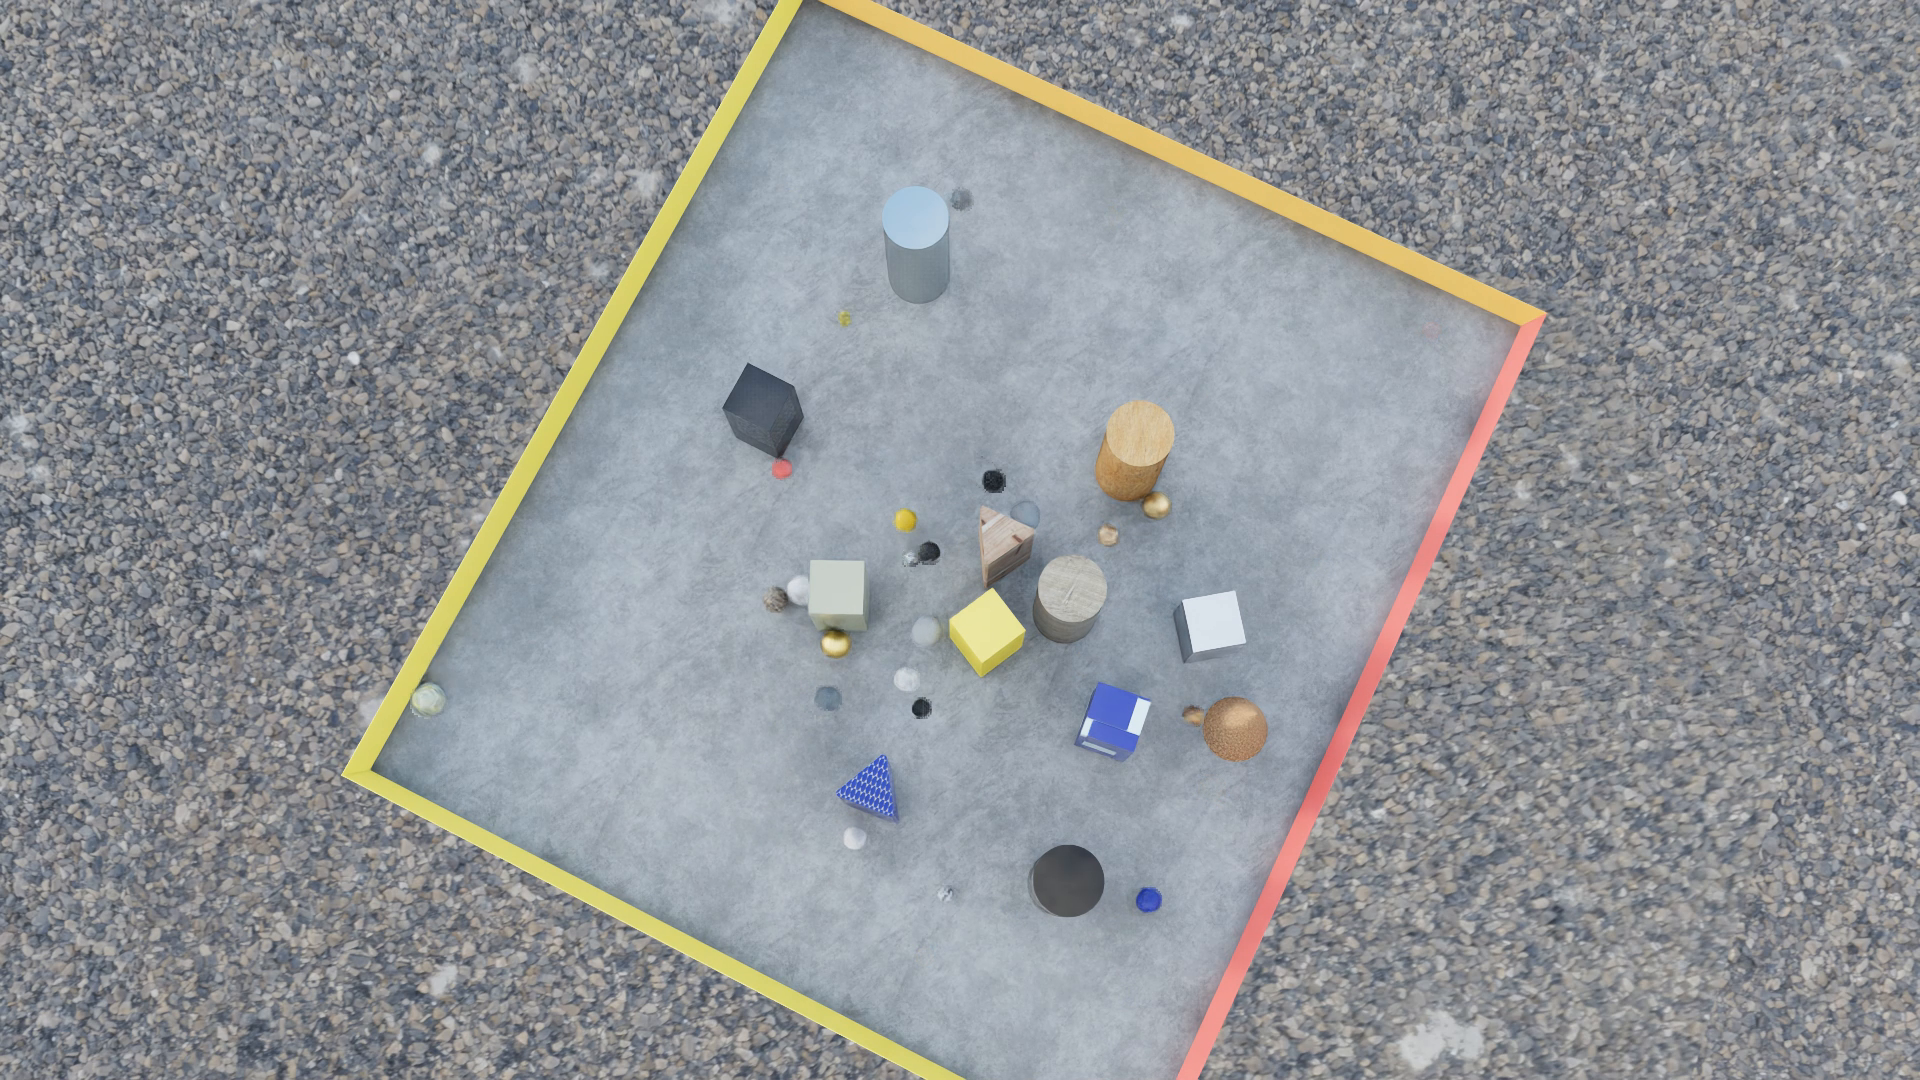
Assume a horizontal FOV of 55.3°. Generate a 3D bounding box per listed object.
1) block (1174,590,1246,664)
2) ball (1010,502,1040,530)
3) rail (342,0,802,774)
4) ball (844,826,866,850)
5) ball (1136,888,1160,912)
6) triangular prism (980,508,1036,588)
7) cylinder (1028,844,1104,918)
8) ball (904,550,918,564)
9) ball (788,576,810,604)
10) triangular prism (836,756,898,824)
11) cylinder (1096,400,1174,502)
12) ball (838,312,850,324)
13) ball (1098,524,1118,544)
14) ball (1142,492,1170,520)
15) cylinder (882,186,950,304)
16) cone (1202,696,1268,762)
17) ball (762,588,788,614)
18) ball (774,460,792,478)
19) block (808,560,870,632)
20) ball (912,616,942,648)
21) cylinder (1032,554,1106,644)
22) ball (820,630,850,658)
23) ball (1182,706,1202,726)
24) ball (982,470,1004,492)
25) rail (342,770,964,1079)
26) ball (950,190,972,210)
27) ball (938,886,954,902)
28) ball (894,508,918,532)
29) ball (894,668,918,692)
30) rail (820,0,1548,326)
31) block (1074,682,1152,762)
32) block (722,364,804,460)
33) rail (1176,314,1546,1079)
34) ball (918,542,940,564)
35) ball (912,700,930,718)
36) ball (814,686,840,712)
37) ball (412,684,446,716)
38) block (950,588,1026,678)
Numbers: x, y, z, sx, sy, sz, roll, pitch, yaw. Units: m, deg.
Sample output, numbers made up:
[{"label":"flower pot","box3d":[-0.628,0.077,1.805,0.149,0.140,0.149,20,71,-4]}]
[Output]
[{"label":"block","box3d":[0.738,0.261,5.436,0.156,0.249,0.156,-10,78,-2]},{"label":"ball","box3d":[0.199,-0.071,5.583,0.094,0.094,0.094,0,78,0]},{"label":"rail","box3d":[-1.140,-0.552,5.665,0.045,0.127,2.879,26,80,5]},{"label":"ball","box3d":[-0.311,0.877,5.401,0.067,0.067,0.067,0,78,0]},{"label":"ball","box3d":[0.551,1.055,5.363,0.070,0.070,0.070,0,78,0]},{"label":"triangular prism","box3d":[0.103,0.002,5.419,0.169,0.386,0.146,-34,80,-7]},{"label":"cylinder","box3d":[0.296,0.970,5.192,0.195,0.438,0.195,0,78,0]},{"label":"ball","box3d":[-0.151,0.054,5.583,0.044,0.044,0.044,0,78,0]},{"label":"ball","box3d":[-0.477,0.151,5.539,0.090,0.090,0.090,0,78,0]},{"label":"triangular prism","box3d":[-0.235,0.703,5.249,0.169,0.435,0.146,21,79,4]},{"label":"cylinder","box3d":[0.514,-0.259,5.442,0.195,0.446,0.195,0,78,0]},{"label":"ball","box3d":[-0.363,-0.697,5.740,0.041,0.041,0.041,0,78,0]},{"label":"ball","box3d":[0.452,-0.017,5.587,0.065,0.065,0.065,0,78,0]},{"label":"ball","box3d":[0.598,-0.104,5.596,0.083,0.083,0.083,0,78,0]},{"label":"cylinder","box3d":[-0.129,-0.887,5.553,0.195,0.483,0.195,0,78,0]},{"label":"cone","box3d":[0.826,0.525,5.294,0.195,0.419,0.195,0,78,0]},{"label":"ball","box3d":[-0.558,0.183,5.540,0.077,0.077,0.077,0,78,0]},{"label":"ball","box3d":[-0.542,-0.219,5.633,0.057,0.057,0.057,0,78,0]},{"label":"block","box3d":[-0.355,0.167,5.424,0.156,0.310,0.156,1,78,0]},{"label":"ball","box3d":[-0.098,0.276,5.512,0.093,0.093,0.093,0,78,0]},{"label":"cylinder","box3d":[0.317,0.177,5.371,0.195,0.408,0.195,0,78,0]},{"label":"ball","box3d":[-0.375,0.313,5.507,0.088,0.088,0.088,0,78,0]},{"label":"ball","box3d":[0.695,0.524,5.478,0.058,0.058,0.058,0,78,0]},{"label":"ball","box3d":[0.102,-0.181,5.620,0.067,0.067,0.067,0,78,0]},{"label":"rail","box3d":[-0.633,1.247,5.293,2.597,0.127,0.045,26,80,5]},{"label":"ball","box3d":[0.004,-1.077,5.806,0.065,0.065,0.065,0,78,0]},{"label":"ball","box3d":[-0.041,1.040,5.378,0.045,0.045,0.045,0,78,0]},{"label":"ball","box3d":[-0.165,-0.061,5.594,0.068,0.068,0.068,0,78,0]},{"label":"ball","box3d":[-0.162,0.418,5.493,0.073,0.073,0.073,0,78,0]},{"label":"rail","box3d":[0.633,-1.233,5.806,2.597,0.127,0.045,26,80,5]},{"label":"block","box3d":[0.441,0.533,5.331,0.156,0.344,0.156,19,79,4]},{"label":"block","box3d":[-0.590,-0.384,5.524,0.156,0.337,0.156,27,80,5]},{"label":"rail","box3d":[1.140,0.565,5.434,0.045,0.127,2.879,26,80,5]},{"label":"ball","box3d":[-0.093,0.038,5.576,0.065,0.065,0.065,0,78,0]},{"label":"ball","box3d":[-0.116,0.504,5.484,0.055,0.055,0.055,0,78,0]},{"label":"ball","box3d":[-0.396,0.474,5.480,0.076,0.076,0.076,0,78,0]},{"label":"ball","box3d":[-1.586,0.477,5.468,0.097,0.097,0.097,0,78,0]},{"label":"block","box3d":[0.078,0.276,5.392,0.156,0.327,0.156,-36,81,-7]}]
